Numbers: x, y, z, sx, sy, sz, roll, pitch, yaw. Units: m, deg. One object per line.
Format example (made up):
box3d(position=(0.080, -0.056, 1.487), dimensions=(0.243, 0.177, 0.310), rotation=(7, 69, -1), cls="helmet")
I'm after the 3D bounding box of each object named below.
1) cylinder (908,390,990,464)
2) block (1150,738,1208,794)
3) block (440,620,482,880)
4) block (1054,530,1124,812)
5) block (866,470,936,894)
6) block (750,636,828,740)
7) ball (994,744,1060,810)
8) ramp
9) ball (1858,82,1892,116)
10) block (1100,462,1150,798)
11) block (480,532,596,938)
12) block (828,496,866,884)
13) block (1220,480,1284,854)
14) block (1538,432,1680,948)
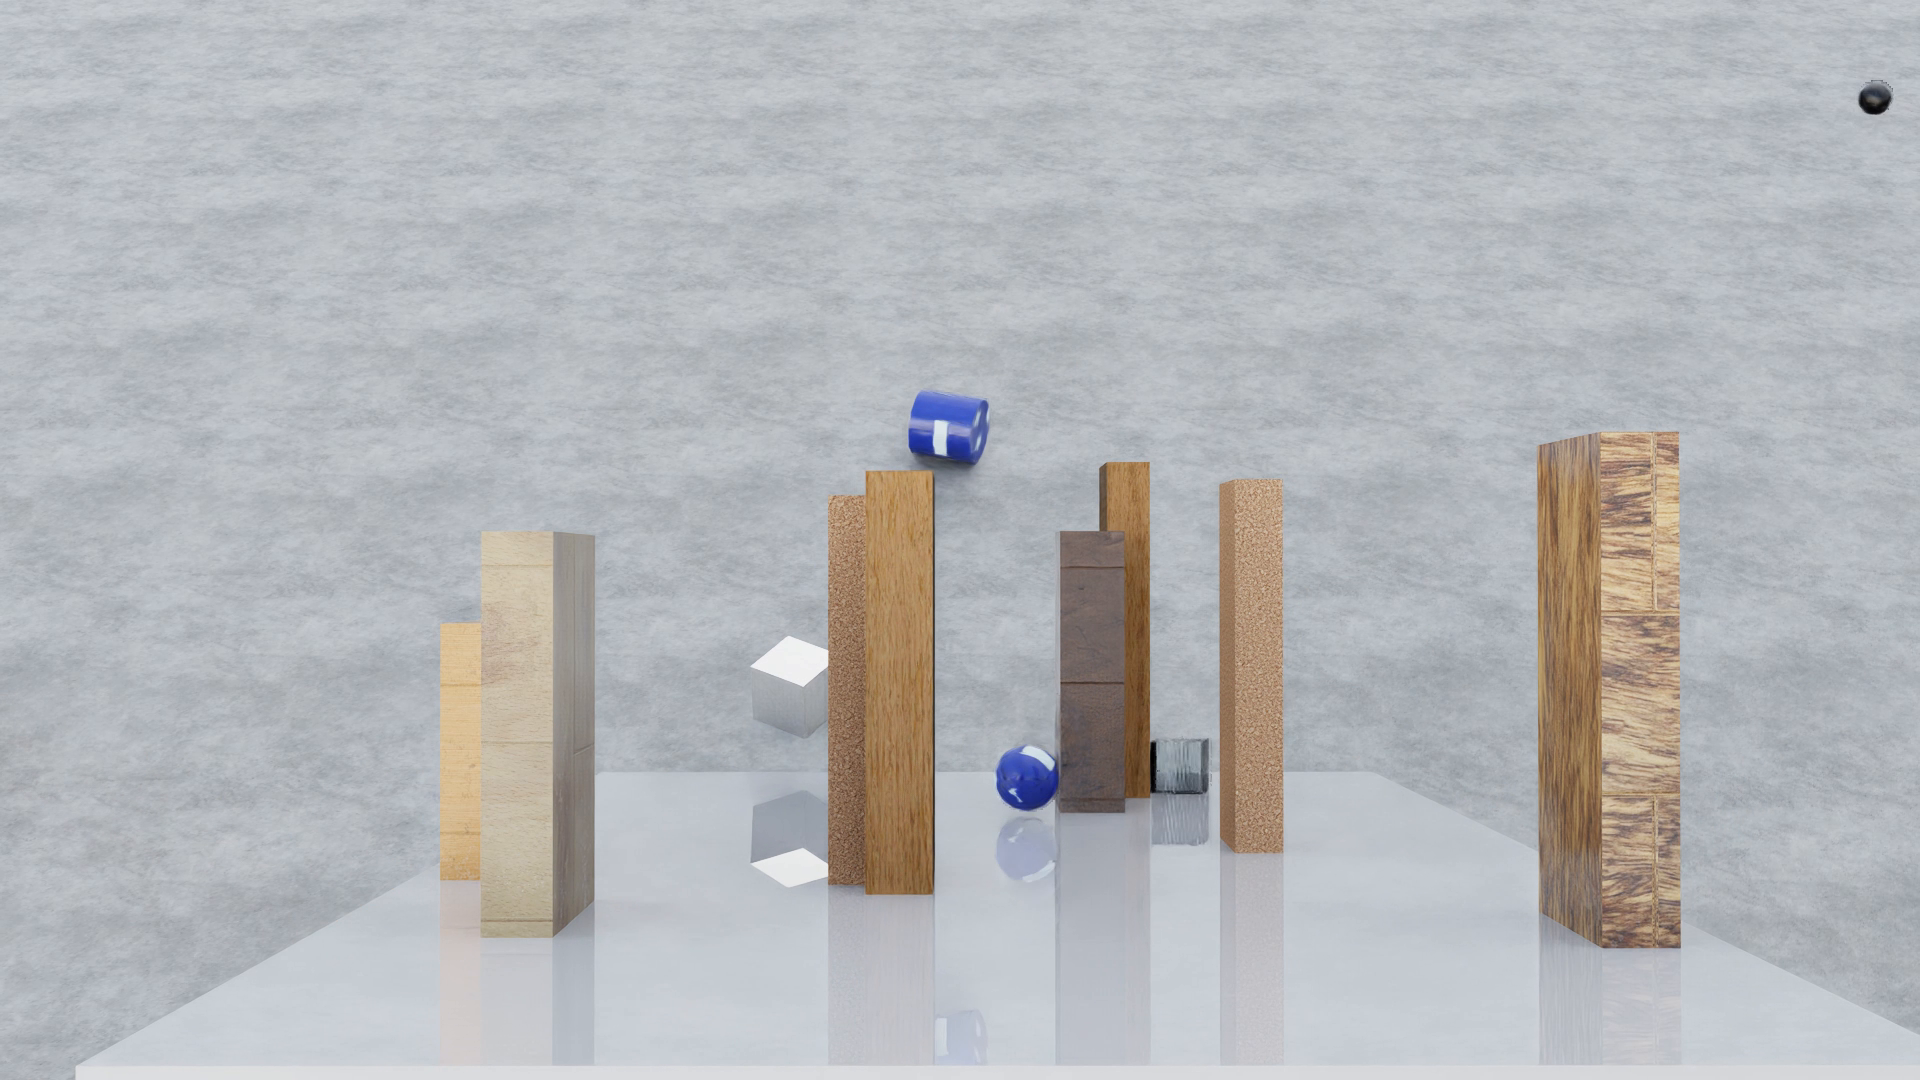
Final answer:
box3d(position=(-0.035, -0.359, 8.223), dimensions=(0.204, 0.204, 0.204), rotation=(10, 33, 15), cls="cylinder")
box3d(position=(0.519, 0.534, 6.125), dimensions=(0.121, 0.121, 0.121), rotation=(0, -1, 14), cls="block")
box3d(position=(-0.831, 0.359, 4.573), dimensions=(0.087, 0.432, 0.424), rotation=(0, -1, 0), cls="block")
box3d(position=(0.285, 0.286, 5.734), dimensions=(0.139, 0.607, 0.303), rotation=(0, -1, 0), cls="block")
box3d(position=(-0.098, 0.232, 4.364), dimensions=(0.108, 0.681, 0.394), rotation=(0, -1, 0), cls="block")
box3d(position=(-0.443, 0.400, 7.037), dimensions=(0.174, 0.174, 0.174), rotation=(19, 36, 27), cls="block")
box3d(position=(0.143, 0.511, 5.567), dimensions=(0.140, 0.140, 0.140), rotation=(0, 32, 0), cls="ball")
box3d(position=(0.071, 0.627, 4.718), dimensions=(2.000, 0.100, 4.000), rotation=(0, -1, 0), cls="ramp")
box3d(position=(3.745, -1.805, 10.608), dimensions=(0.130, 0.130, 0.130), rotation=(0, 32, 0), cls="ball")
box3d(position=(0.387, 0.208, 6.121), dimensions=(0.098, 0.771, 0.335), rotation=(0, -1, 0), cls="block")
box3d(position=(-0.629, 0.278, 3.888), dimensions=(0.102, 0.576, 0.424), rotation=(0, -1, 0), cls="block")
box3d(position=(-0.177, 0.251, 4.459), dimensions=(0.083, 0.646, 0.326), rotation=(0, -1, 0), cls="block")
box3d(position=(0.551, 0.234, 4.922), dimensions=(0.088, 0.689, 0.287), rotation=(0, -1, 0), cls="block")
box3d(position=(0.938, 0.209, 3.766), dimensions=(0.108, 0.711, 0.392), rotation=(0, -1, 0), cls="block")
